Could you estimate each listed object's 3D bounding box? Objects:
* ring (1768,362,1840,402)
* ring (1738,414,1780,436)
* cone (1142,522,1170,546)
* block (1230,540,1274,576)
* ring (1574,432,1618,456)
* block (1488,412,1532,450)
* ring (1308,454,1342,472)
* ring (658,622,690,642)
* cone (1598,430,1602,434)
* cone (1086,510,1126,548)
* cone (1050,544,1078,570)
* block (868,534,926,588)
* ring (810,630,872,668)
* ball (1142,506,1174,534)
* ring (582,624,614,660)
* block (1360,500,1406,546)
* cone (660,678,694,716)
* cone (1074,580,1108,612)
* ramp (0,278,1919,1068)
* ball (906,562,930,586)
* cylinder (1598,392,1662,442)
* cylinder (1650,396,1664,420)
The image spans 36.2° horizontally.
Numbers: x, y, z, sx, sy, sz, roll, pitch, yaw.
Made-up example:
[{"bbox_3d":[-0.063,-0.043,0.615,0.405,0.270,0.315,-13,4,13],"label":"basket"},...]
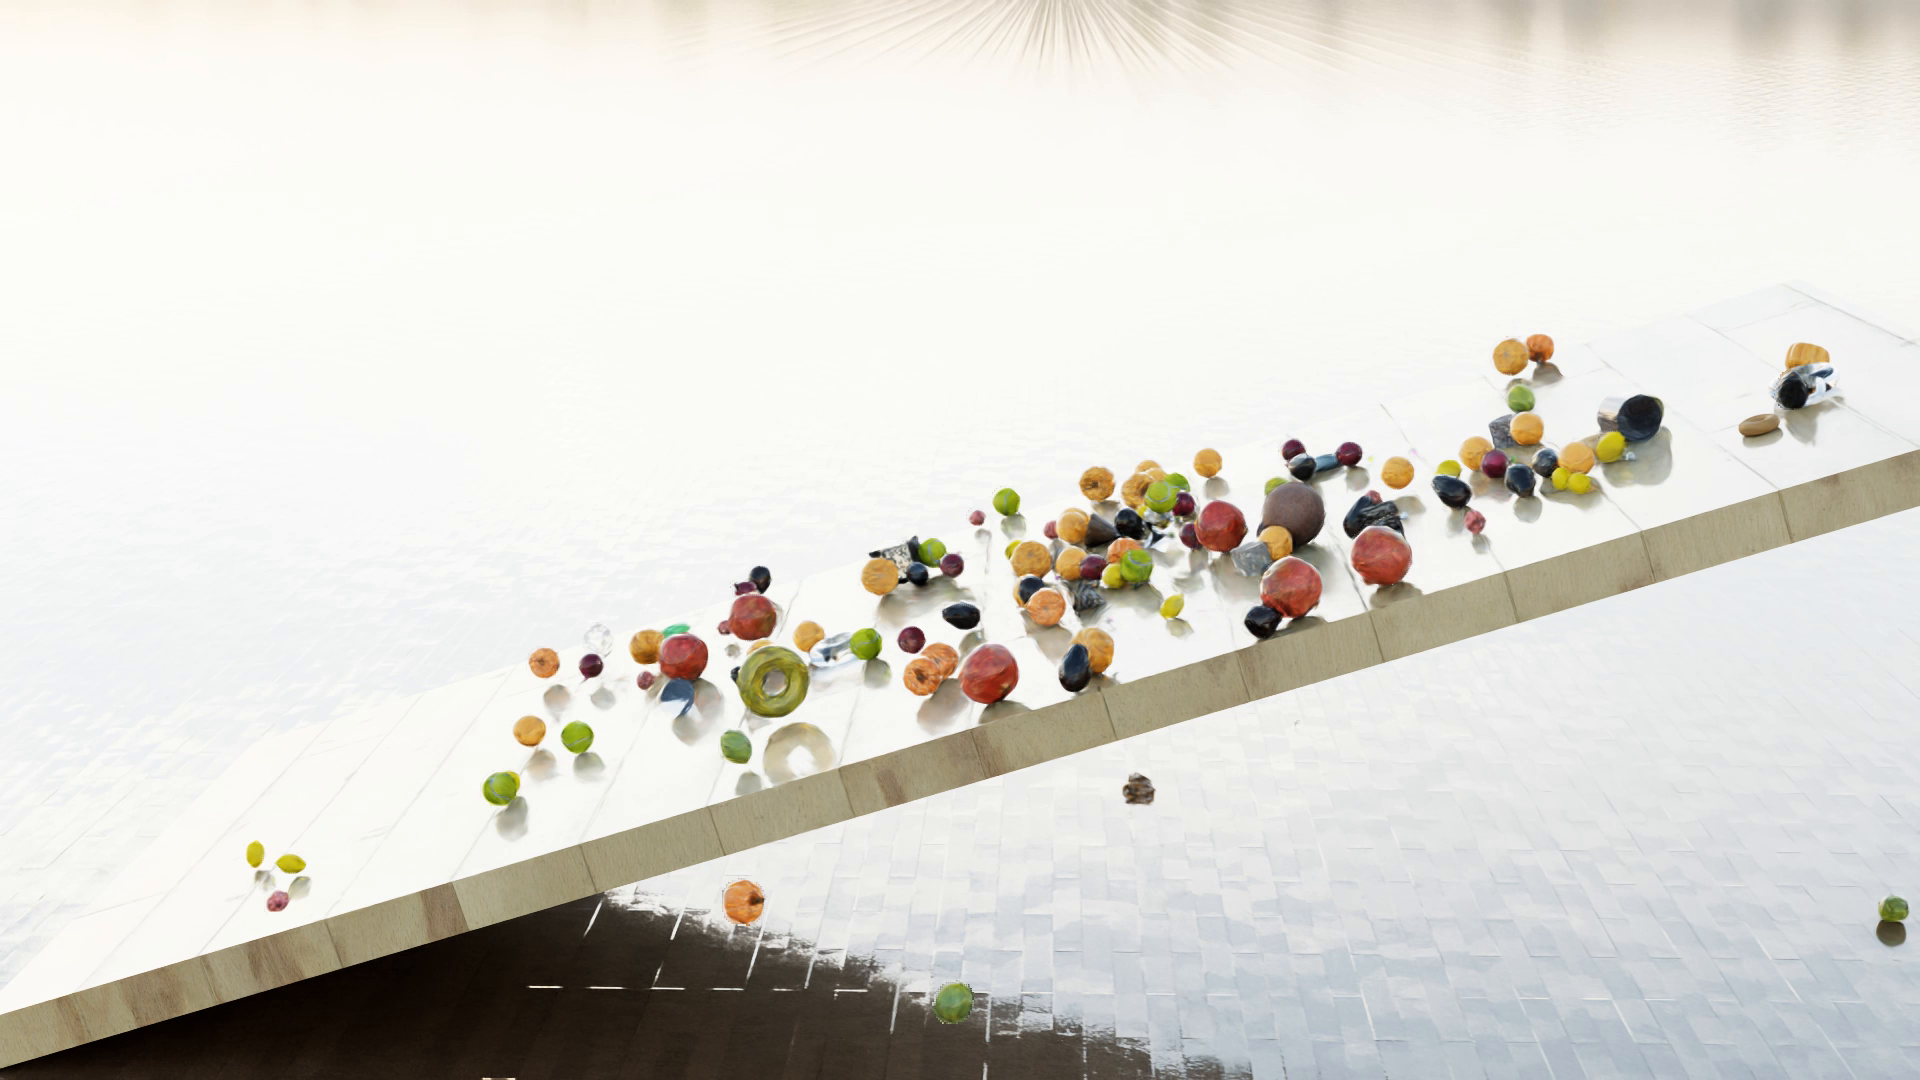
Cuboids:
[{"bbox_3d":[1.684,-0.315,5.868,0.143,0.048,0.143,-18,10,3],"label":"ring"},{"bbox_3d":[1.541,-0.222,5.673,0.080,0.027,0.080,-17,12,4],"label":"ring"},{"bbox_3d":[0.436,-0.008,6.406,0.057,0.057,0.057,12,7,-19],"label":"cone"},{"bbox_3d":[0.579,0.037,5.841,0.054,0.054,0.054,-22,11,-24],"label":"block"},{"bbox_3d":[1.284,-0.192,5.940,0.089,0.030,0.089,-17,12,4],"label":"ring"},{"bbox_3d":[1.171,-0.233,6.266,0.058,0.058,0.058,-7,15,47],"label":"block"},{"bbox_3d":[0.822,-0.174,6.634,0.080,0.027,0.080,-17,11,3],"label":"ring"},{"bbox_3d":[-0.690,0.221,7.086,0.083,0.028,0.083,-21,8,3],"label":"ring"},{"bbox_3d":[1.359,-0.236,6.017,0.088,0.088,0.088,12,13,7],"label":"cone"},{"bbox_3d":[0.332,-0.015,6.584,0.086,0.086,0.086,11,13,8],"label":"cone"},{"bbox_3d":[0.232,0.043,6.478,0.057,0.057,0.057,9,11,-2],"label":"cone"},{"bbox_3d":[-0.145,0.050,6.896,0.091,0.091,0.091,-13,11,24],"label":"block"},{"bbox_3d":[-0.254,0.231,6.247,0.139,0.046,0.139,-18,11,4],"label":"ring"},{"bbox_3d":[0.435,-0.041,6.458,0.070,0.070,0.070,0,11,0],"label":"ball"},{"bbox_3d":[-0.869,0.244,7.064,0.089,0.089,0.030,8,2,34],"label":"ring"},{"bbox_3d":[0.829,-0.034,5.772,0.064,0.064,0.064,-17,10,1],"label":"block"},{"bbox_3d":[-0.582,0.340,6.252,0.080,0.080,0.080,4,-10,21],"label":"cone"},{"bbox_3d":[0.272,0.121,5.986,0.065,0.065,0.065,14,15,16],"label":"cone"},{"bbox_3d":[0.097,0.184,6.314,4.000,0.100,2.000,-17,10,5],"label":"ramp"},{"bbox_3d":[-0.098,0.078,6.772,0.054,0.054,0.054,0,11,0],"label":"ball"},{"bbox_3d":[1.351,-0.248,5.937,0.097,0.097,0.097,-2,7,-11],"label":"cylinder"},{"bbox_3d":[1.400,-0.265,6.033,0.064,0.064,0.064,-5,10,-22],"label":"cylinder"}]
